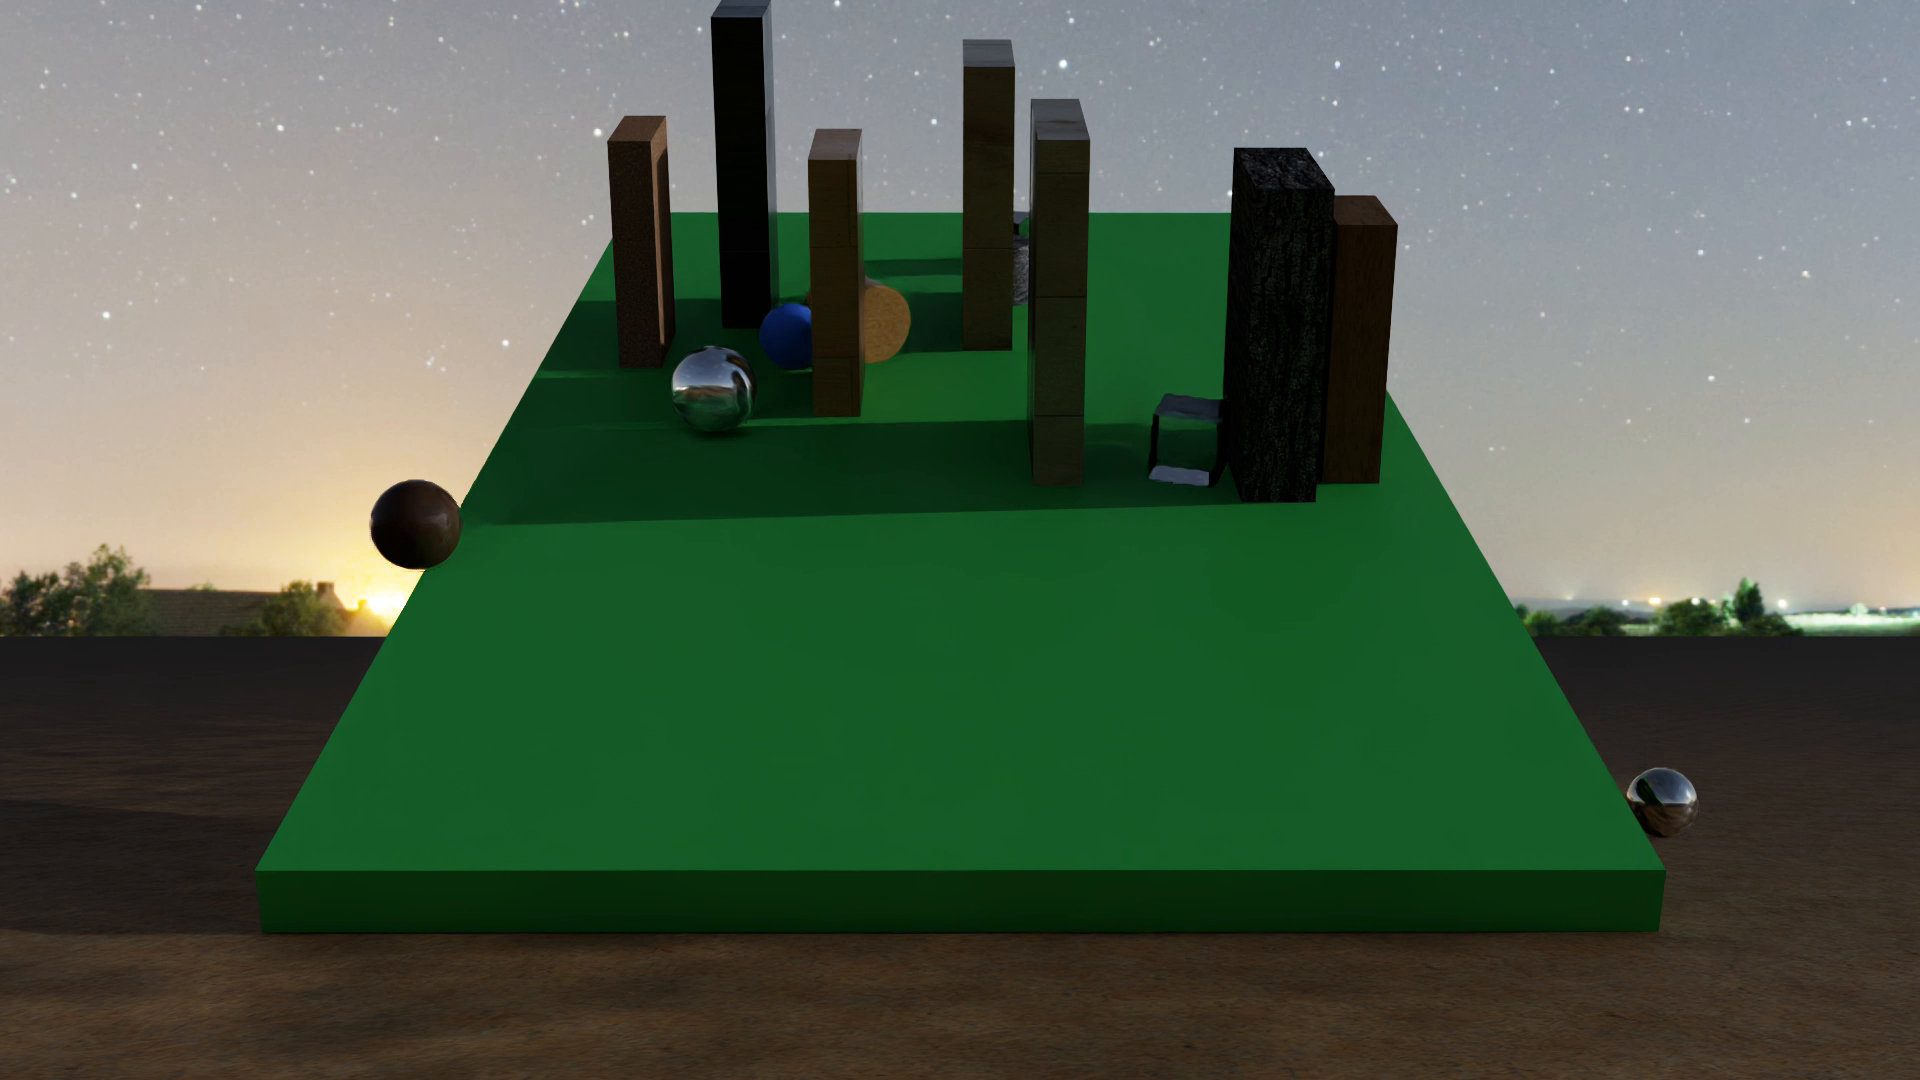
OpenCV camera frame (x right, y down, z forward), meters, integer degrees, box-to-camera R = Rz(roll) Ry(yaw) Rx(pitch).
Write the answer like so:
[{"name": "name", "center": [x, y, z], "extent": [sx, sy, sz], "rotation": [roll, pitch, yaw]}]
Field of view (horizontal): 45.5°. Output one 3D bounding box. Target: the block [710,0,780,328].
[{"name": "block", "center": [-0.539, -0.950, 5.784], "extent": [0.125, 0.775, 0.285], "rotation": [0, 21, 0]}]

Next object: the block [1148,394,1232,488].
[{"name": "block", "center": [0.478, -0.208, 4.756], "extent": [0.140, 0.140, 0.140], "rotation": [8, 24, 13]}]

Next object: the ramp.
[{"name": "ramp", "center": [-0.006, -0.218, 5.121], "extent": [2.000, 0.100, 4.000], "rotation": [0, 21, 0]}]

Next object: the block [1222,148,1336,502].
[{"name": "block", "center": [0.644, -0.446, 4.689], "extent": [0.150, 0.642, 0.384], "rotation": [0, 21, 0]}]

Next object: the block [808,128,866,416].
[{"name": "block", "center": [-0.276, -0.609, 5.183], "extent": [0.105, 0.581, 0.335], "rotation": [0, 21, 0]}]

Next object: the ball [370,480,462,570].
[{"name": "ball", "center": [-1.015, -0.028, 4.270], "extent": [0.169, 0.169, 0.169], "rotation": [0, -2, 0]}]

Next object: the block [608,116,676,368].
[{"name": "block", "center": [-0.764, -0.721, 5.515], "extent": [0.100, 0.545, 0.306], "rotation": [0, 21, 0]}]

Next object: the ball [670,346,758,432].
[{"name": "ball", "center": [-0.538, -0.331, 5.009], "extent": [0.190, 0.190, 0.190], "rotation": [0, -2, 0]}]

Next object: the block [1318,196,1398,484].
[{"name": "block", "center": [0.808, -0.418, 4.754], "extent": [0.118, 0.545, 0.261], "rotation": [0, 21, 0]}]

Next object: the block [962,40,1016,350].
[{"name": "block", "center": [0.067, -0.859, 5.670], "extent": [0.121, 0.691, 0.393], "rotation": [0, 21, 0]}]

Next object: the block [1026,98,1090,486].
[{"name": "block", "center": [0.201, -0.525, 4.787], "extent": [0.102, 0.716, 0.429], "rotation": [0, 21, 0]}]

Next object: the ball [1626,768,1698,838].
[{"name": "ball", "center": [1.462, 0.547, 4.766], "extent": [0.145, 0.145, 0.145], "rotation": [0, -2, 0]}]

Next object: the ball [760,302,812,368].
[{"name": "ball", "center": [-0.401, -0.487, 5.455], "extent": [0.155, 0.155, 0.155], "rotation": [0, -2, 0]}]

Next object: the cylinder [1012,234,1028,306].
[{"name": "cylinder", "center": [0.111, -0.711, 6.024], "extent": [0.156, 0.156, 0.156], "rotation": [0, 21, 0]}]

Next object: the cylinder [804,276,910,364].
[{"name": "cylinder", "center": [-0.251, -0.545, 5.555], "extent": [0.191, 0.191, 0.191], "rotation": [2, 17, -35]}]

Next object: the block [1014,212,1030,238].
[{"name": "block", "center": [0.114, -0.828, 6.344], "extent": [0.141, 0.141, 0.141], "rotation": [6, 22, 16]}]
